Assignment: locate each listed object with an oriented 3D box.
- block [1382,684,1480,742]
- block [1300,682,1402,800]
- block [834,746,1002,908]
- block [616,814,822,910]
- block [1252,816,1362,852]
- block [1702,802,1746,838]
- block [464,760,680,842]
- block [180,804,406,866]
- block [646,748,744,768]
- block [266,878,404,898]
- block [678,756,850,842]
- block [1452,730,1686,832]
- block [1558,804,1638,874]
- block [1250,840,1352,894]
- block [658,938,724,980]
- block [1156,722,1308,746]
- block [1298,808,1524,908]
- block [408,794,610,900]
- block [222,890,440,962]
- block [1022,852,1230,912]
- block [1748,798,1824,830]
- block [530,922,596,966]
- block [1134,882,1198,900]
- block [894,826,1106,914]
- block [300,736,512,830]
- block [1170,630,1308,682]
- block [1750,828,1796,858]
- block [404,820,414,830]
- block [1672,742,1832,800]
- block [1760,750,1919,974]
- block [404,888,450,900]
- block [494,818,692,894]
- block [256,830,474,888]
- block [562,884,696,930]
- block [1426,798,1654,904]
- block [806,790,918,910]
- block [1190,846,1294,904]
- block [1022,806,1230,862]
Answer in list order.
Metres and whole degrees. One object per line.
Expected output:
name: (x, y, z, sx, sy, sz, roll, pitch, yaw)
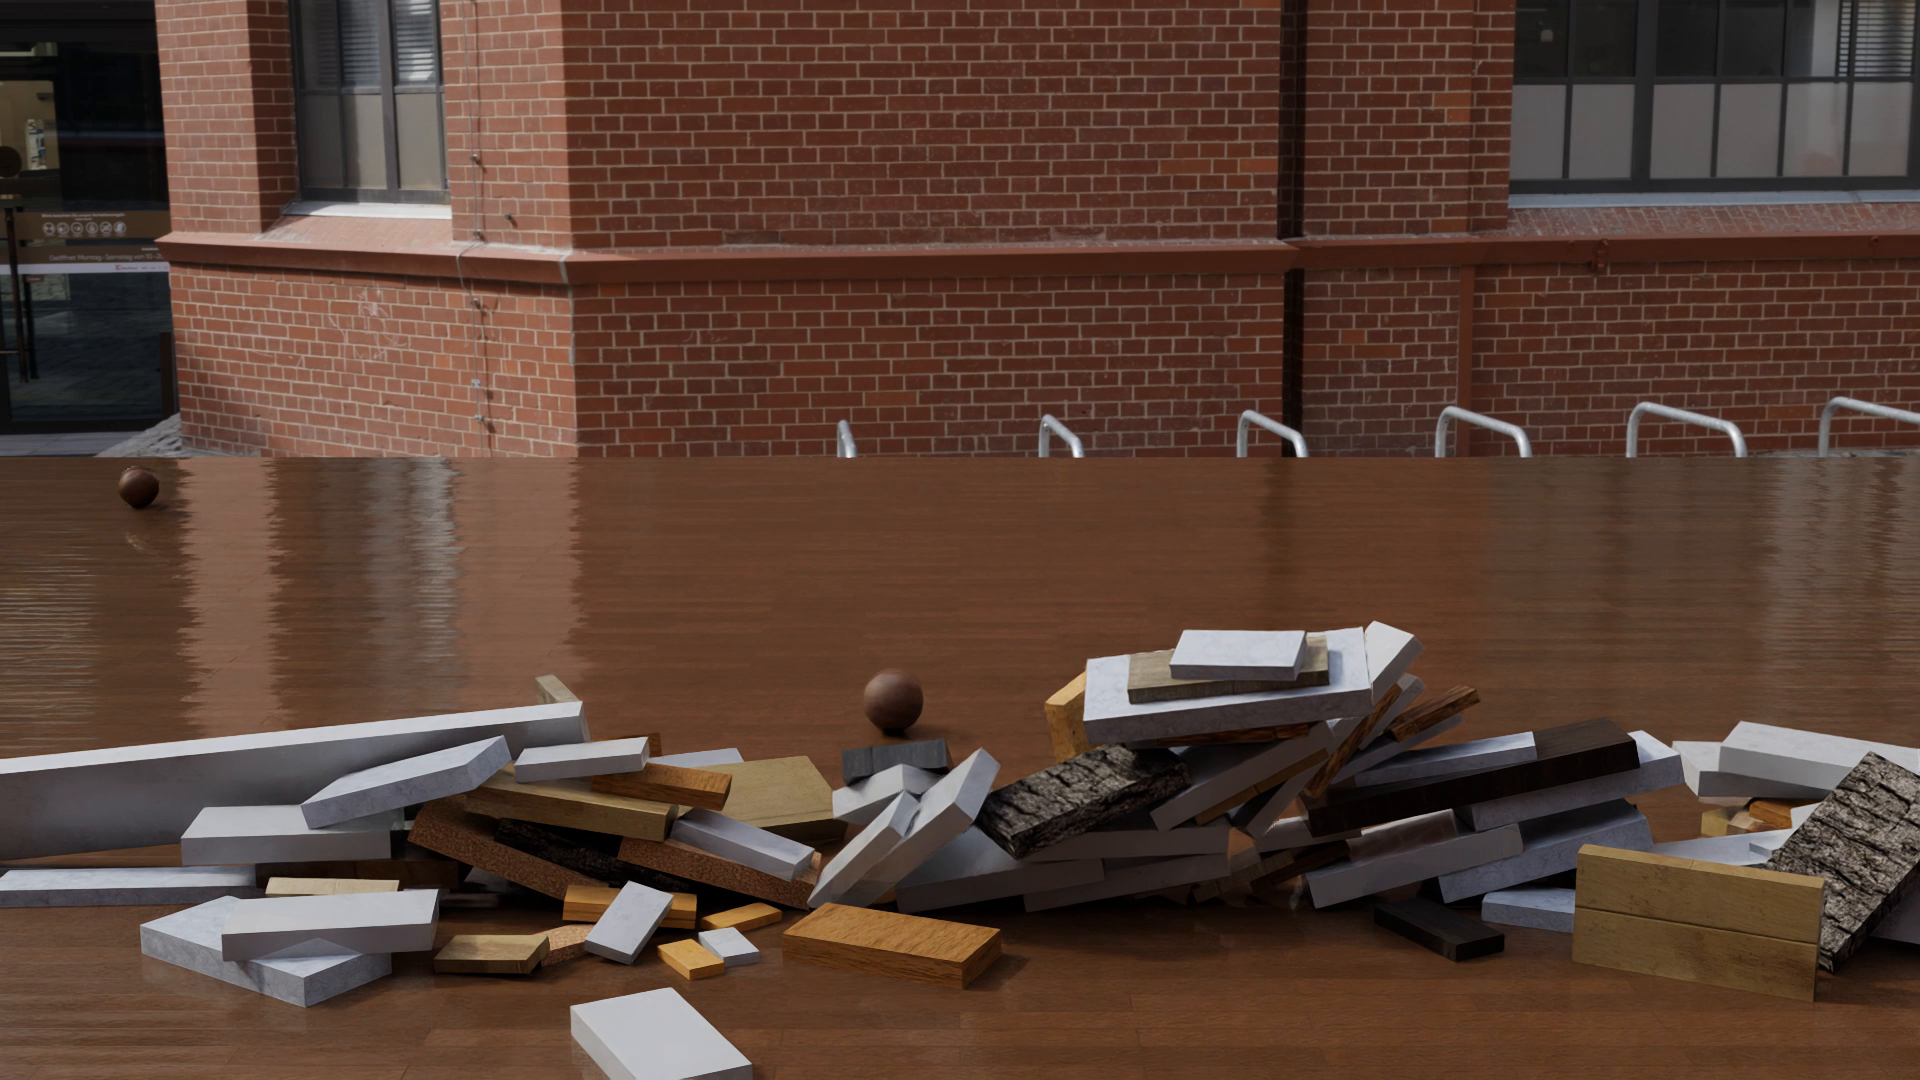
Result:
block: (0.774, 0.286, 3.624, 0.152, 0.022, 0.076, -26, 5, -4)
block: (0.619, 0.317, 3.646, 0.236, 0.033, 0.118, -49, 24, -13)
block: (-0.071, 0.471, 3.531, 0.313, 0.044, 0.157, -42, 9, 32)
block: (-0.396, 0.525, 3.652, 0.323, 0.046, 0.162, 16, 10, -4)
block: (0.572, 0.482, 3.646, 0.173, 0.024, 0.086, -9, 8, 1)
block: (1.492, 0.510, 3.997, 0.266, 0.038, 0.133, -6, 12, -31)
block: (-0.633, 0.426, 3.622, 0.323, 0.046, 0.162, 9, 10, 1)
block: (-1.094, 0.482, 3.622, 0.328, 0.046, 0.164, -1, 11, -6)
block: (-0.512, 0.463, 3.930, 0.327, 0.046, 0.163, -3, 45, -38)
block: (-0.978, 0.576, 3.474, 0.207, 0.104, 0.029, 1, 49, 4)
block: (-0.384, 0.471, 3.903, 0.346, 0.049, 0.173, -2, 35, -38)
block: (0.998, 0.398, 3.653, 0.351, 0.050, 0.175, -13, 8, -1)
block: (1.050, 0.508, 3.765, 0.230, 0.033, 0.115, -23, 11, -39)
block: (0.558, 0.530, 3.652, 0.173, 0.024, 0.086, -24, 8, 3)
block: (-0.411, 0.640, 3.357, 0.058, 0.016, 0.116, -7, 12, -32)
block: (0.432, 0.270, 3.485, 0.237, 0.034, 0.118, -5, 30, 14)
block: (0.740, 0.517, 3.656, 0.351, 0.050, 0.176, -16, 8, 2)
block: (-0.733, 0.510, 3.636, 0.328, 0.046, 0.164, 22, 9, -5)
block: (-0.950, 0.583, 3.335, 0.301, 0.043, 0.150, -2, 11, -9)
block: (0.267, 0.523, 3.640, 0.338, 0.048, 0.169, -11, 21, 3)
block: (1.466, 0.469, 3.860, 0.166, 0.023, 0.083, -11, 21, -41)
block: (-0.604, 0.624, 3.424, 0.156, 0.022, 0.078, -9, 14, -40)
block: (0.340, 0.569, 3.659, 0.106, 0.015, 0.053, -16, 10, 5)
block: (0.065, 0.524, 3.613, 0.338, 0.048, 0.169, -10, 21, 5)
block: (-0.903, 0.395, 3.593, 0.304, 0.043, 0.152, -14, 9, 15)
block: (0.433, 0.179, 3.423, 0.195, 0.028, 0.098, 0, 31, 22)
block: (1.335, 0.492, 3.563, 0.099, 0.014, 0.049, -11, 12, -23)
block: (-0.873, 0.509, 3.970, 0.344, 0.049, 0.172, 8, 13, 36)
block: (1.466, 0.412, 3.936, 0.334, 0.047, 0.167, 1, 13, 1)
block: (1.382, 0.495, 3.405, 0.347, 0.049, 0.174, -41, 44, -16)
block: (-0.897, 0.570, 3.575, 0.117, 0.017, 0.058, 2, 11, 12)
block: (-0.600, 0.510, 3.653, 0.323, 0.046, 0.162, 21, 9, -5)
block: (-0.975, 0.527, 3.636, 0.328, 0.046, 0.164, 0, 11, 0)
block: (-0.527, 0.587, 3.520, 0.207, 0.029, 0.103, 5, 5, -7)
block: (0.950, 0.509, 3.659, 0.351, 0.050, 0.175, -16, 8, 2)
block: (-0.156, 0.502, 3.532, 0.031, 0.216, 0.108, 41, 27, -7)
block: (0.465, 0.545, 3.649, 0.173, 0.024, 0.086, -24, 8, 3)
block: (0.251, 0.453, 3.578, 0.338, 0.048, 0.169, -1, 22, -9)
